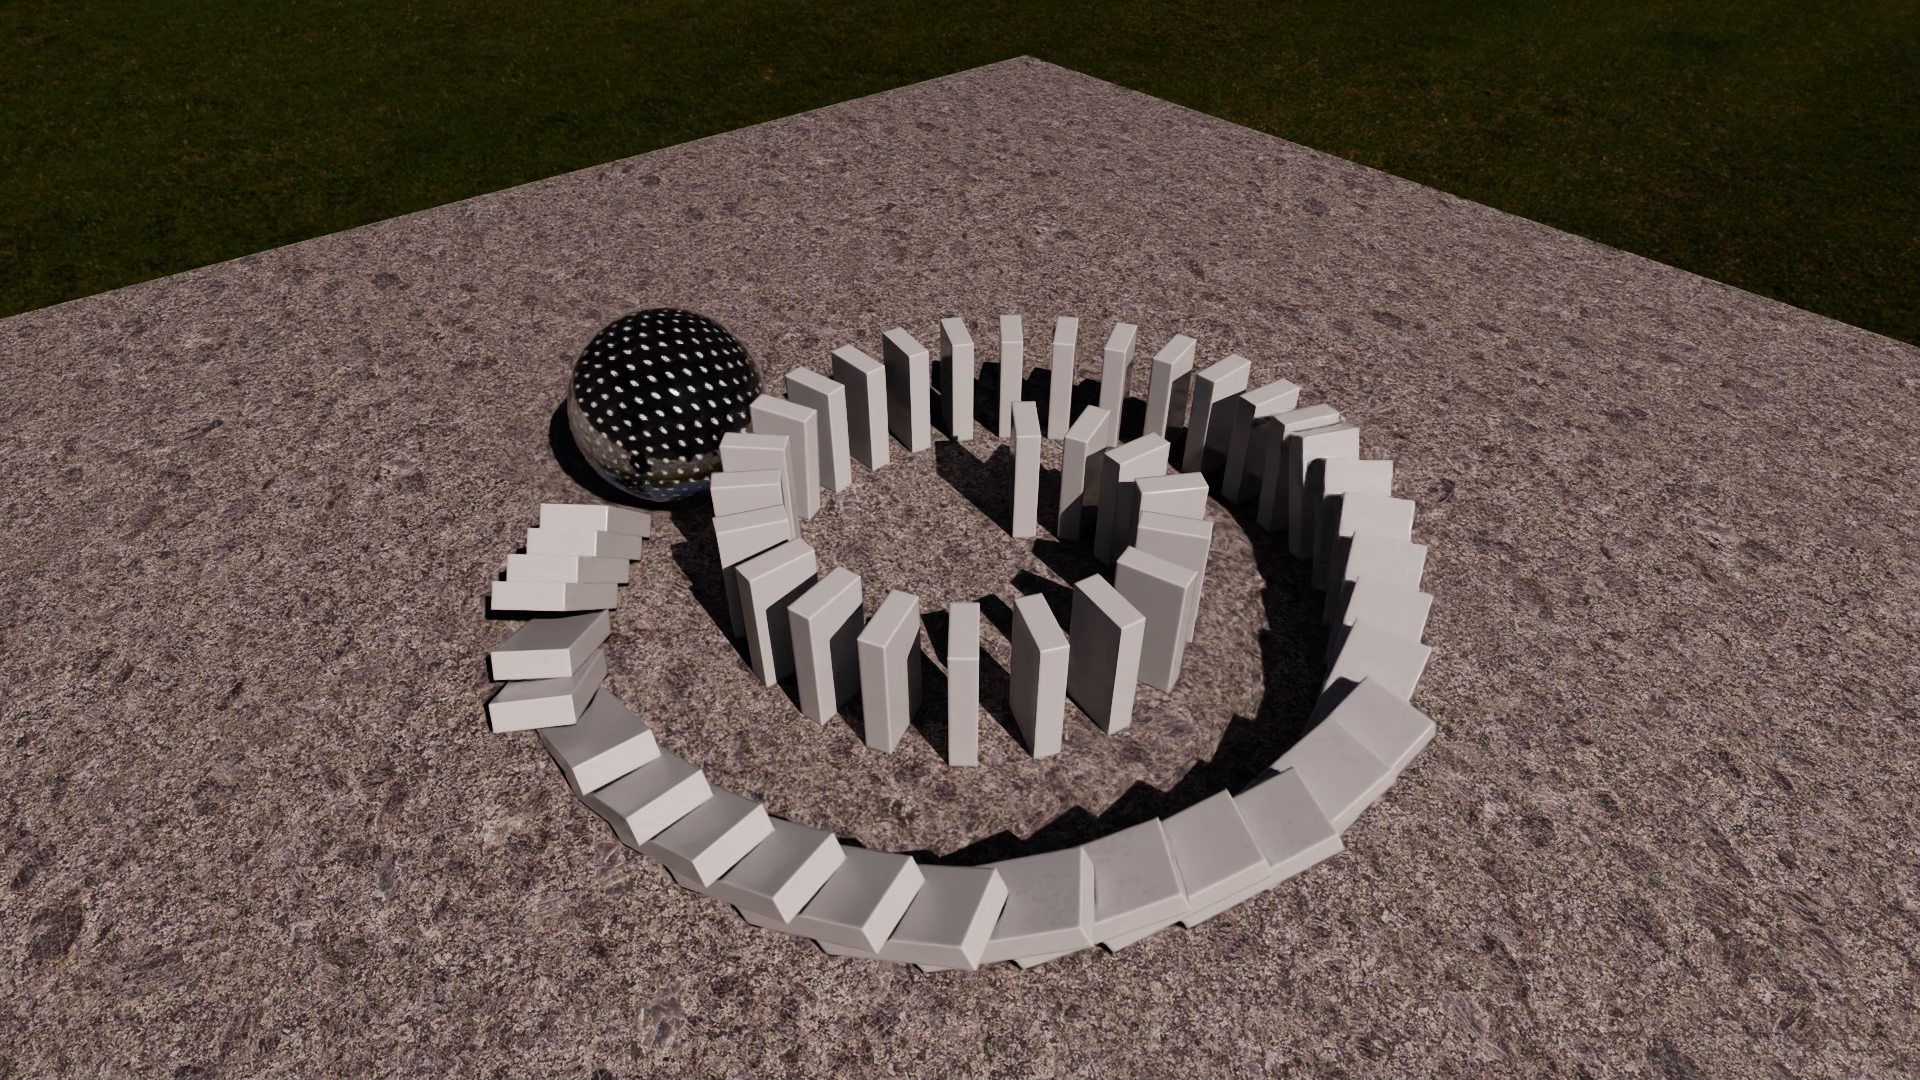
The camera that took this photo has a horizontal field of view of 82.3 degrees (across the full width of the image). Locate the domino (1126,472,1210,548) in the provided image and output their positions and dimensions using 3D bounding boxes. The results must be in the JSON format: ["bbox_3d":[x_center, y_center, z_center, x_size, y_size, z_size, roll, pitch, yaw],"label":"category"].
[{"bbox_3d":[0.076,-0.001,0.413,0.025,0.050,0.010,-6,40,-7],"label":"domino"}]

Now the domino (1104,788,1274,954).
[{"bbox_3d":[0.060,0.094,0.313,0.050,0.010,0.025,-28,41,5],"label":"domino"}]

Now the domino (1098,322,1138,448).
[{"bbox_3d":[0.070,-0.070,0.496,0.010,0.050,0.025,12,41,14],"label":"domino"}]

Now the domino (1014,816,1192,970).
[{"bbox_3d":[0.037,0.099,0.307,0.050,0.010,0.025,-23,39,10],"label":"domino"}]

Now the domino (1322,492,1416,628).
[{"bbox_3d":[0.151,0.009,0.407,0.025,0.050,0.009,9,-4,11],"label":"domino"}]

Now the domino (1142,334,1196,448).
[{"bbox_3d":[0.092,-0.063,0.488,0.010,0.050,0.025,22,44,25],"label":"domino"}]

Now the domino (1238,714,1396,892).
[{"bbox_3d":[0.103,0.079,0.331,0.050,0.009,0.025,-39,48,-4],"label":"domino"}]

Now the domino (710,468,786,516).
[{"bbox_3d":[-0.078,-0.003,0.415,0.025,0.050,0.010,-4,40,-5],"label":"domino"}]

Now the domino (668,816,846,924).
[{"bbox_3d":[-0.059,0.092,0.316,0.050,0.009,0.025,0,32,41],"label":"domino"}]

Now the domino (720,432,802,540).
[{"bbox_3d":[-0.078,-0.018,0.434,0.025,0.050,0.009,3,39,4],"label":"domino"}]

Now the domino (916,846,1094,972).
[{"bbox_3d":[0.012,0.102,0.303,0.050,0.009,0.025,-17,35,20],"label":"domino"}]

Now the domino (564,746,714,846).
[{"bbox_3d":[-0.099,0.075,0.337,0.025,0.010,0.050,-32,24,-32],"label":"domino"}]

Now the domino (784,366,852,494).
[{"bbox_3d":[-0.060,-0.046,0.468,0.025,0.050,0.009,26,46,29],"label":"domino"}]

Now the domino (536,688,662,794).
[{"bbox_3d":[-0.117,0.063,0.351,0.025,0.010,0.050,-26,22,-28],"label":"domino"}]

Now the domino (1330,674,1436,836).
[{"bbox_3d":[0.121,0.069,0.342,0.050,0.009,0.025,-44,51,-7],"label":"domino"}]

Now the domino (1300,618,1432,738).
[{"bbox_3d":[0.132,0.053,0.360,0.025,0.009,0.050,23,74,26],"label":"domino"}]

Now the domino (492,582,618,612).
[{"bbox_3d":[-0.144,0.020,0.394,0.025,0.009,0.050,1,-2,3],"label":"domino"}]

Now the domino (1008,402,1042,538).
[{"bbox_3d":[0.026,-0.028,0.446,0.009,0.050,0.025,-1,39,-2],"label":"domino"}]

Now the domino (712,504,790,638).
[{"bbox_3d":[-0.073,0.012,0.397,0.025,0.050,0.009,-12,41,-14],"label":"domino"}]

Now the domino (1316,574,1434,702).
[{"bbox_3d":[0.141,0.039,0.376,0.025,0.009,0.050,18,75,21],"label":"domino"}]

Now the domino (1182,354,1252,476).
[{"bbox_3d":[0.111,-0.053,0.476,0.025,0.050,0.009,-30,48,-32],"label":"domino"}]

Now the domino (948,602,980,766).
[{"bbox_3d":[0.001,0.047,0.354,0.009,0.050,0.025,1,39,1],"label":"domino"}]

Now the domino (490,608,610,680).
[{"bbox_3d":[-0.141,0.036,0.383,0.025,0.009,0.050,-2,12,-3],"label":"domino"}]

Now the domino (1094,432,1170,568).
[{"bbox_3d":[0.067,-0.015,0.430,0.025,0.050,0.009,-24,45,-26],"label":"domino"}]

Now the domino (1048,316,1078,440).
[{"bbox_3d":[0.047,-0.073,0.501,0.009,0.050,0.025,6,40,7],"label":"domino"}]

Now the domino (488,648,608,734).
[{"bbox_3d":[-0.136,0.049,0.366,0.025,0.009,0.050,-6,12,-6],"label":"domino"}]

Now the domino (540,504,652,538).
[{"bbox_3d":[-0.141,-0.007,0.428,0.025,0.010,0.050,2,-2,2],"label":"domino"}]

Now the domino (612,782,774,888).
[{"bbox_3d":[-0.080,0.084,0.325,0.050,0.010,0.025,4,32,46],"label":"domino"}]

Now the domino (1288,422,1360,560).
[{"bbox_3d":[0.144,-0.019,0.435,0.025,0.050,0.009,-11,20,-13],"label":"domino"}]

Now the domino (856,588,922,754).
[{"bbox_3d":[-0.022,0.043,0.359,0.010,0.050,0.025,15,42,18],"label":"domino"}]

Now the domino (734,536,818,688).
[{"bbox_3d":[-0.061,0.025,0.380,0.025,0.050,0.009,-28,47,-29],"label":"domino"}]

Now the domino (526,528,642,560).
[{"bbox_3d":[-0.141,0.002,0.417,0.025,0.009,0.050,2,-2,2],"label":"domino"}]

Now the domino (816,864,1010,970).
[{"bbox_3d":[-0.014,0.102,0.302,0.050,0.009,0.025,-8,33,32],"label":"domino"}]

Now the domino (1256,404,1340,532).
[{"bbox_3d":[0.137,-0.029,0.446,0.025,0.050,0.009,-13,35,-15],"label":"domino"}]

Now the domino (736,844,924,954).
[{"bbox_3d":[-0.037,0.098,0.308,0.050,0.010,0.025,-4,32,37],"label":"domino"}]

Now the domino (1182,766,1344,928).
[{"bbox_3d":[0.082,0.089,0.319,0.050,0.009,0.025,-29,42,5],"label":"domino"}]

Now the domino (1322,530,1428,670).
[{"bbox_3d":[0.148,0.024,0.391,0.025,0.009,0.050,13,79,16],"label":"domino"}]

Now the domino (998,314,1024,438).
[{"bbox_3d":[0.023,-0.074,0.502,0.009,0.050,0.025,0,39,0],"label":"domino"}]

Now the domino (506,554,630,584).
[{"bbox_3d":[-0.143,0.011,0.405,0.025,0.010,0.050,1,-2,3],"label":"domino"}]

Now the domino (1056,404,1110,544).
[{"bbox_3d":[0.050,-0.026,0.443,0.009,0.050,0.025,18,43,20],"label":"domino"}]

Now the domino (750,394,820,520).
[{"bbox_3d":[-0.071,-0.034,0.451,0.025,0.050,0.010,18,42,16],"label":"domino"}]

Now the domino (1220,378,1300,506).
[{"bbox_3d":[0.126,-0.041,0.461,0.025,0.050,0.009,-23,44,-25],"label":"domino"}]

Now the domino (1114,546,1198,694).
[{"bbox_3d":[0.065,0.028,0.377,0.025,0.050,0.010,22,44,25],"label":"domino"}]

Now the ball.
[{"bbox_3d":[-0.120,-0.055,0.455,0.080,0.080,0.080,0,39,0],"label":"ball"}]

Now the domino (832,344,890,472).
[{"bbox_3d":[-0.043,-0.058,0.482,0.009,0.050,0.025,-30,48,-31],"label":"domino"}]

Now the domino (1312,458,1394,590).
[{"bbox_3d":[0.150,-0.006,0.421,0.025,0.050,0.010,2,5,2],"label":"domino"}]

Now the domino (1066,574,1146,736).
[{"bbox_3d":[0.047,0.038,0.365,0.010,0.050,0.025,-21,44,-24],"label":"domino"}]

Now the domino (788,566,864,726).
[{"bbox_3d":[-0.043,0.036,0.368,0.009,0.050,0.025,24,45,27],"label":"domino"}]

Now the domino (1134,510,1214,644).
[{"bbox_3d":[0.074,0.014,0.395,0.025,0.050,0.009,10,40,11],"label":"domino"}]

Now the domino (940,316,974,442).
[{"bbox_3d":[-0.001,-0.073,0.500,0.009,0.050,0.025,-8,40,-10],"label":"domino"}]

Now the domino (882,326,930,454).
[{"bbox_3d":[-0.024,-0.067,0.493,0.009,0.050,0.025,-21,44,-23],"label":"domino"}]

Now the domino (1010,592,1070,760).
[{"bbox_3d":[0.025,0.045,0.357,0.010,0.050,0.025,-11,41,-13],"label":"domino"}]
